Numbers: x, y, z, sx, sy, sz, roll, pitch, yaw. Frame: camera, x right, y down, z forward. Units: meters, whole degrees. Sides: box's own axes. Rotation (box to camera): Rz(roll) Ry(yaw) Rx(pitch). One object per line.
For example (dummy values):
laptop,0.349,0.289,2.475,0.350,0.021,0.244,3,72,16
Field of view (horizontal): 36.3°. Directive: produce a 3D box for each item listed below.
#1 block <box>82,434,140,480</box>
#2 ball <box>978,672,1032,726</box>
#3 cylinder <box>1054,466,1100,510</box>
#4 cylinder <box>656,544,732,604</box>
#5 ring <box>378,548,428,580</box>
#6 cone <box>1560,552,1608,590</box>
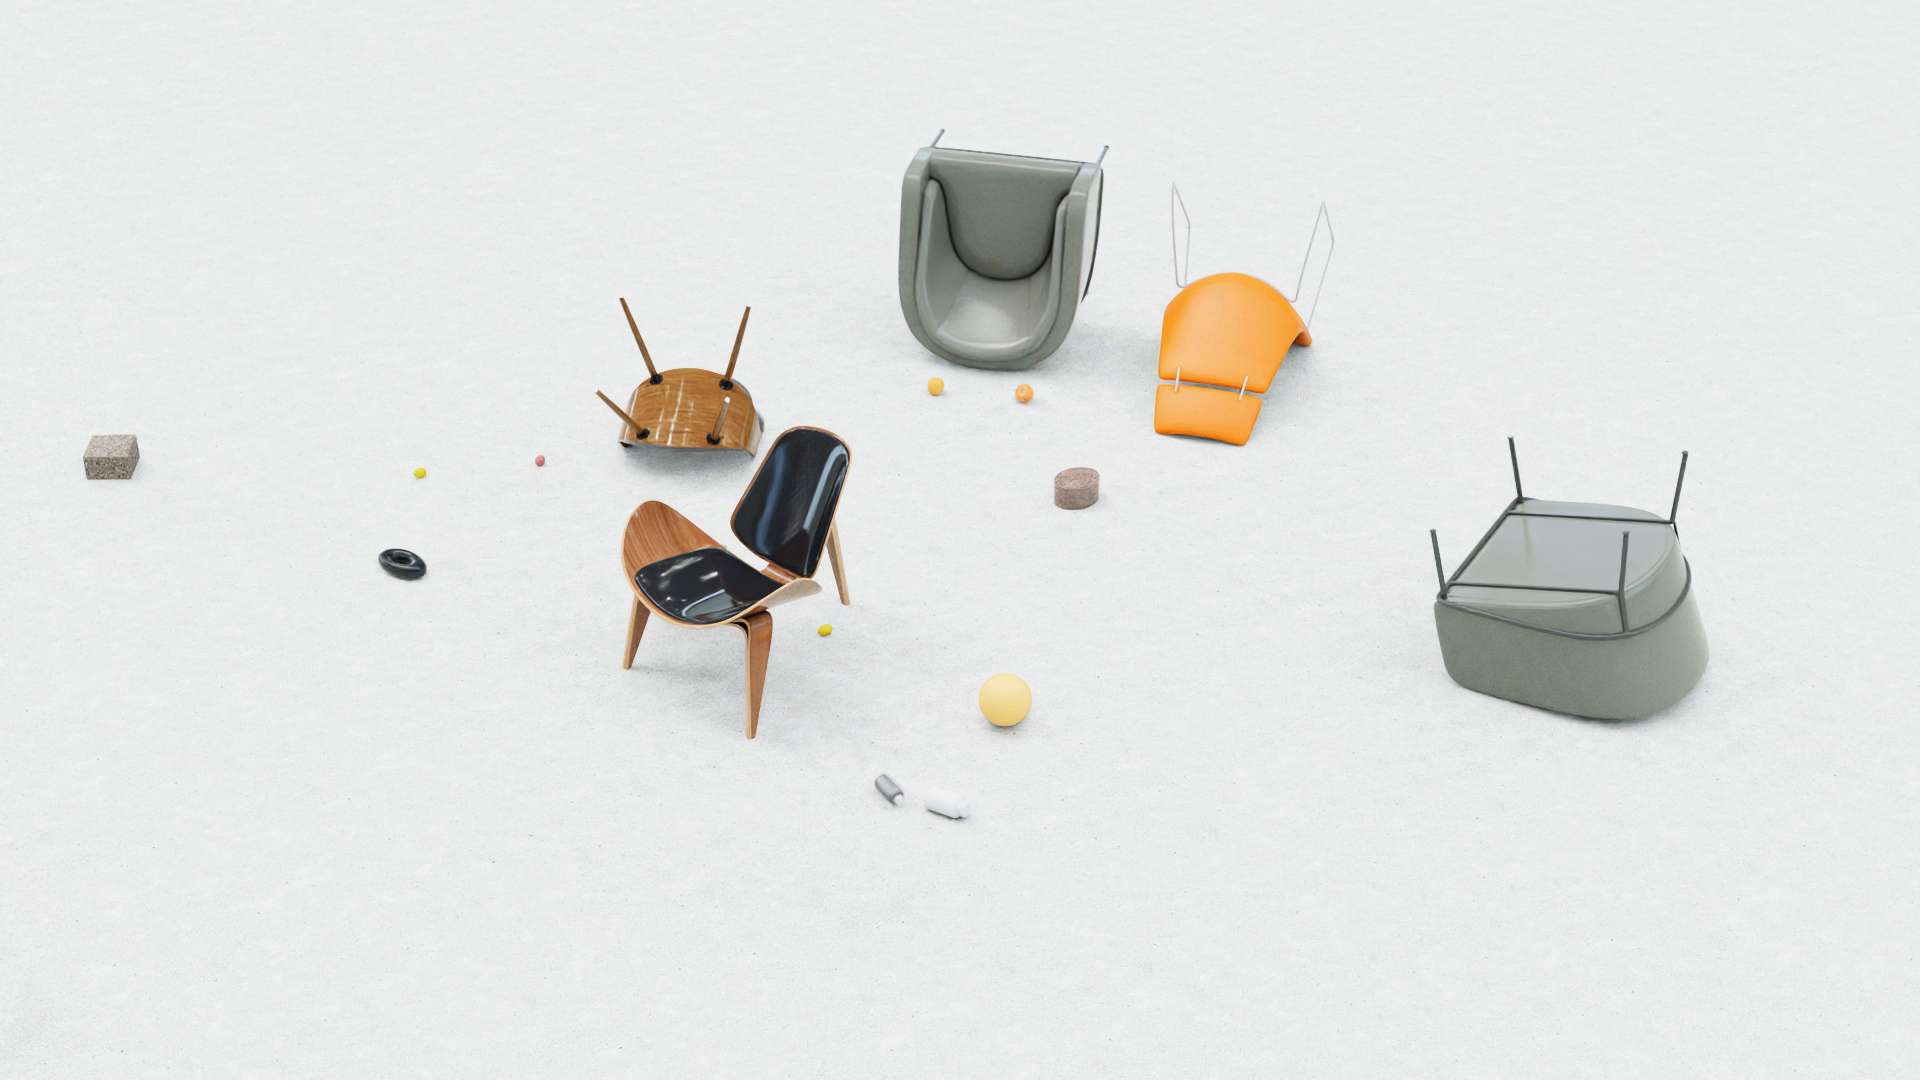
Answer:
block,-3.281,-0.321,11.339,0.168,0.101,0.166,-1,33,-1
ball,0.154,0.542,9.957,0.182,0.182,0.182,0,33,0
cylinder,0.444,-0.196,11.155,0.186,0.094,0.148,-21,39,-28
cylinder,-0.956,0.123,10.539,0.247,0.258,0.206,1,70,2
ring,-2.047,0.087,10.763,0.217,0.056,0.125,20,40,29
cone,2.235,0.139,10.691,0.206,0.096,0.144,29,61,34
